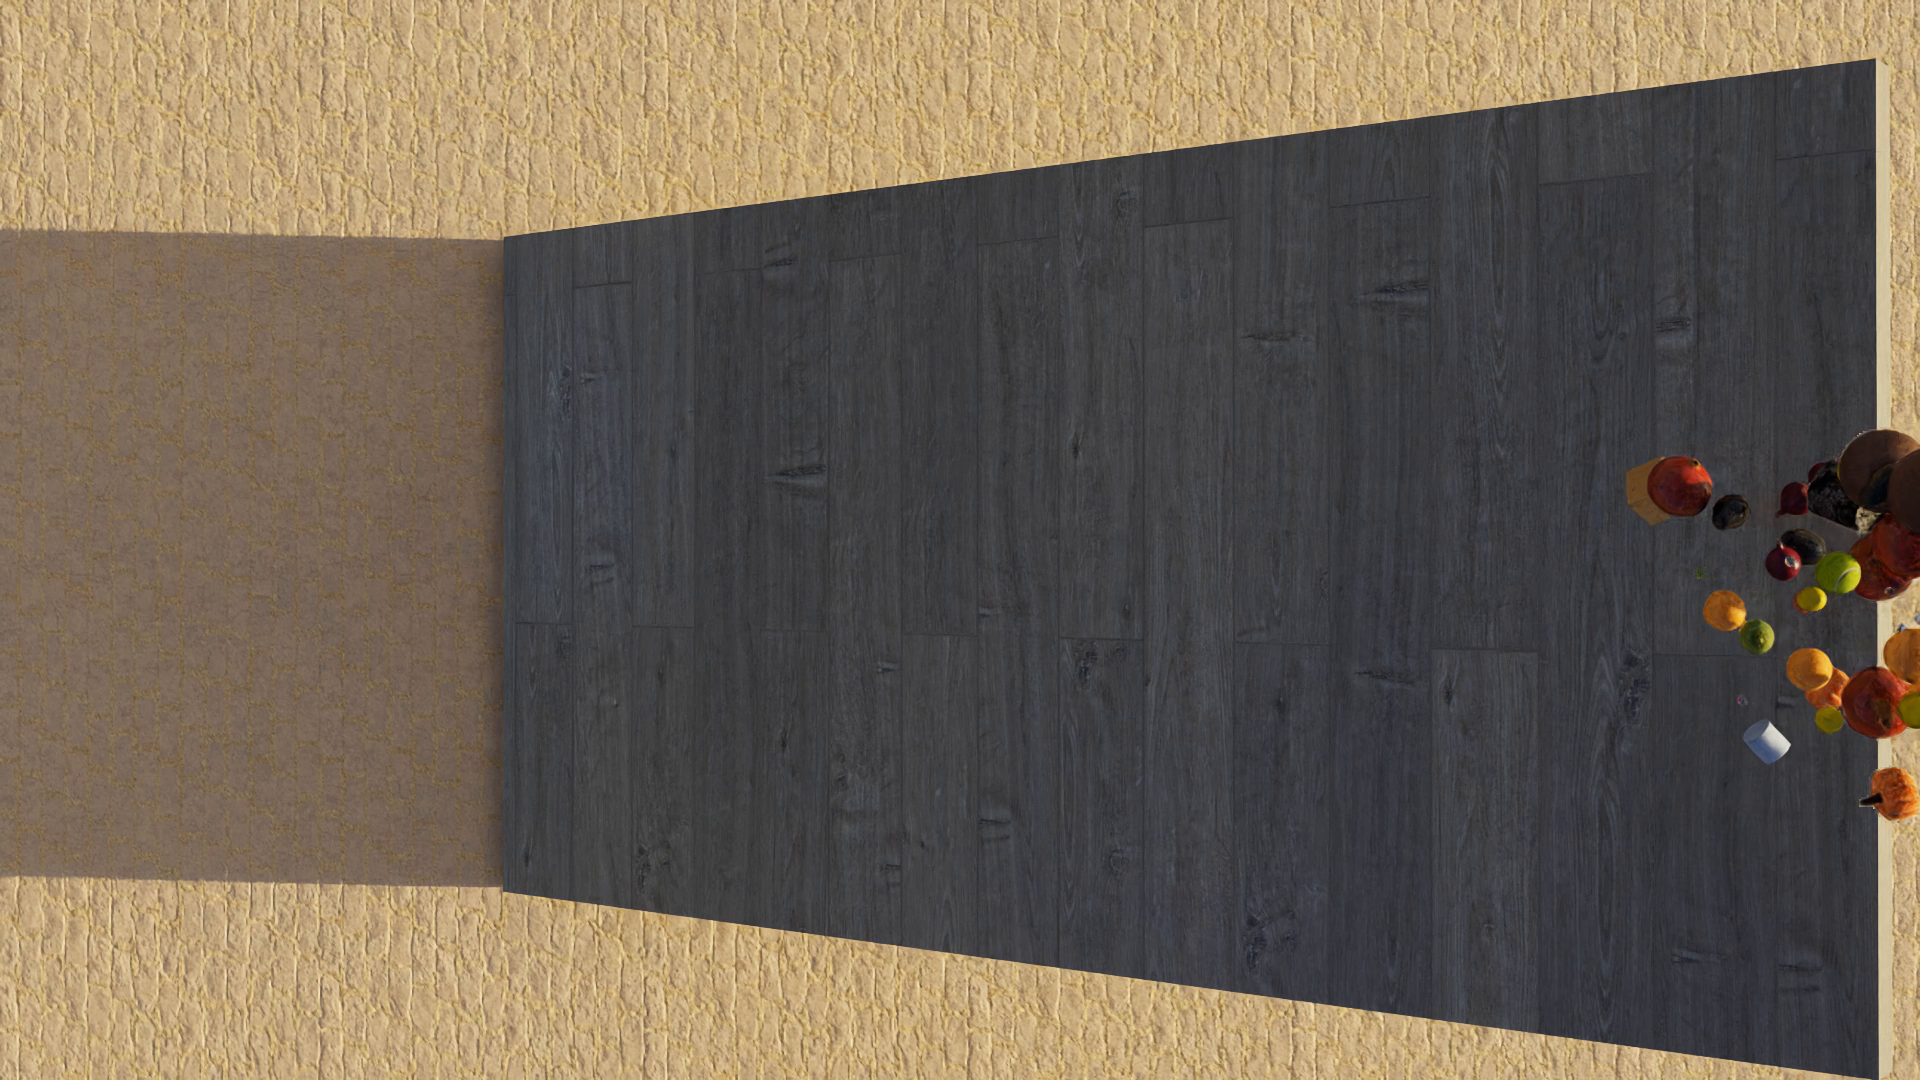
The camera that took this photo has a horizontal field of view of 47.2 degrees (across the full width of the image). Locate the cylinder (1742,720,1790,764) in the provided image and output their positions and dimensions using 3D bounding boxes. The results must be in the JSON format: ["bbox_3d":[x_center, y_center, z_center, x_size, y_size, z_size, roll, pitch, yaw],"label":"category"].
[{"bbox_3d":[1.361,0.340,3.711,0.053,0.053,0.053,-45,97,0],"label":"cylinder"}]

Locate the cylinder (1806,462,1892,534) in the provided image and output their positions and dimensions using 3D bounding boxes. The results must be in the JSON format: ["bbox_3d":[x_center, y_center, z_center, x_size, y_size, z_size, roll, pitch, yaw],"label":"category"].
[{"bbox_3d":[1.459,-0.071,3.611,0.093,0.093,0.093,-18,122,-31],"label":"cylinder"}]

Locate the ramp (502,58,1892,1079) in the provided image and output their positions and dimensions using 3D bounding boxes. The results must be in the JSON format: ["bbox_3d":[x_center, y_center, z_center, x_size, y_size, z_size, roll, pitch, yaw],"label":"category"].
[{"bbox_3d":[0.230,0.065,5.549,4.000,0.100,2.000,0,89,37],"label":"ramp"}]

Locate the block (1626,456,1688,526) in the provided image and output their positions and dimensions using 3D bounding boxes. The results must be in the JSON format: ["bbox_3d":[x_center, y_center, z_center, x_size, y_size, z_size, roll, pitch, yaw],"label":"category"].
[{"bbox_3d":[1.326,-0.093,4.182,0.080,0.080,0.080,35,46,-30],"label":"block"}]

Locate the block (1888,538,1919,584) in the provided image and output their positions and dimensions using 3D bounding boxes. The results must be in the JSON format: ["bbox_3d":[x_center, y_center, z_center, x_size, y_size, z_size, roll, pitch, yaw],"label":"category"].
[{"bbox_3d":[1.765,0.040,4.078,0.055,0.055,0.055,-46,63,12],"label":"block"}]
